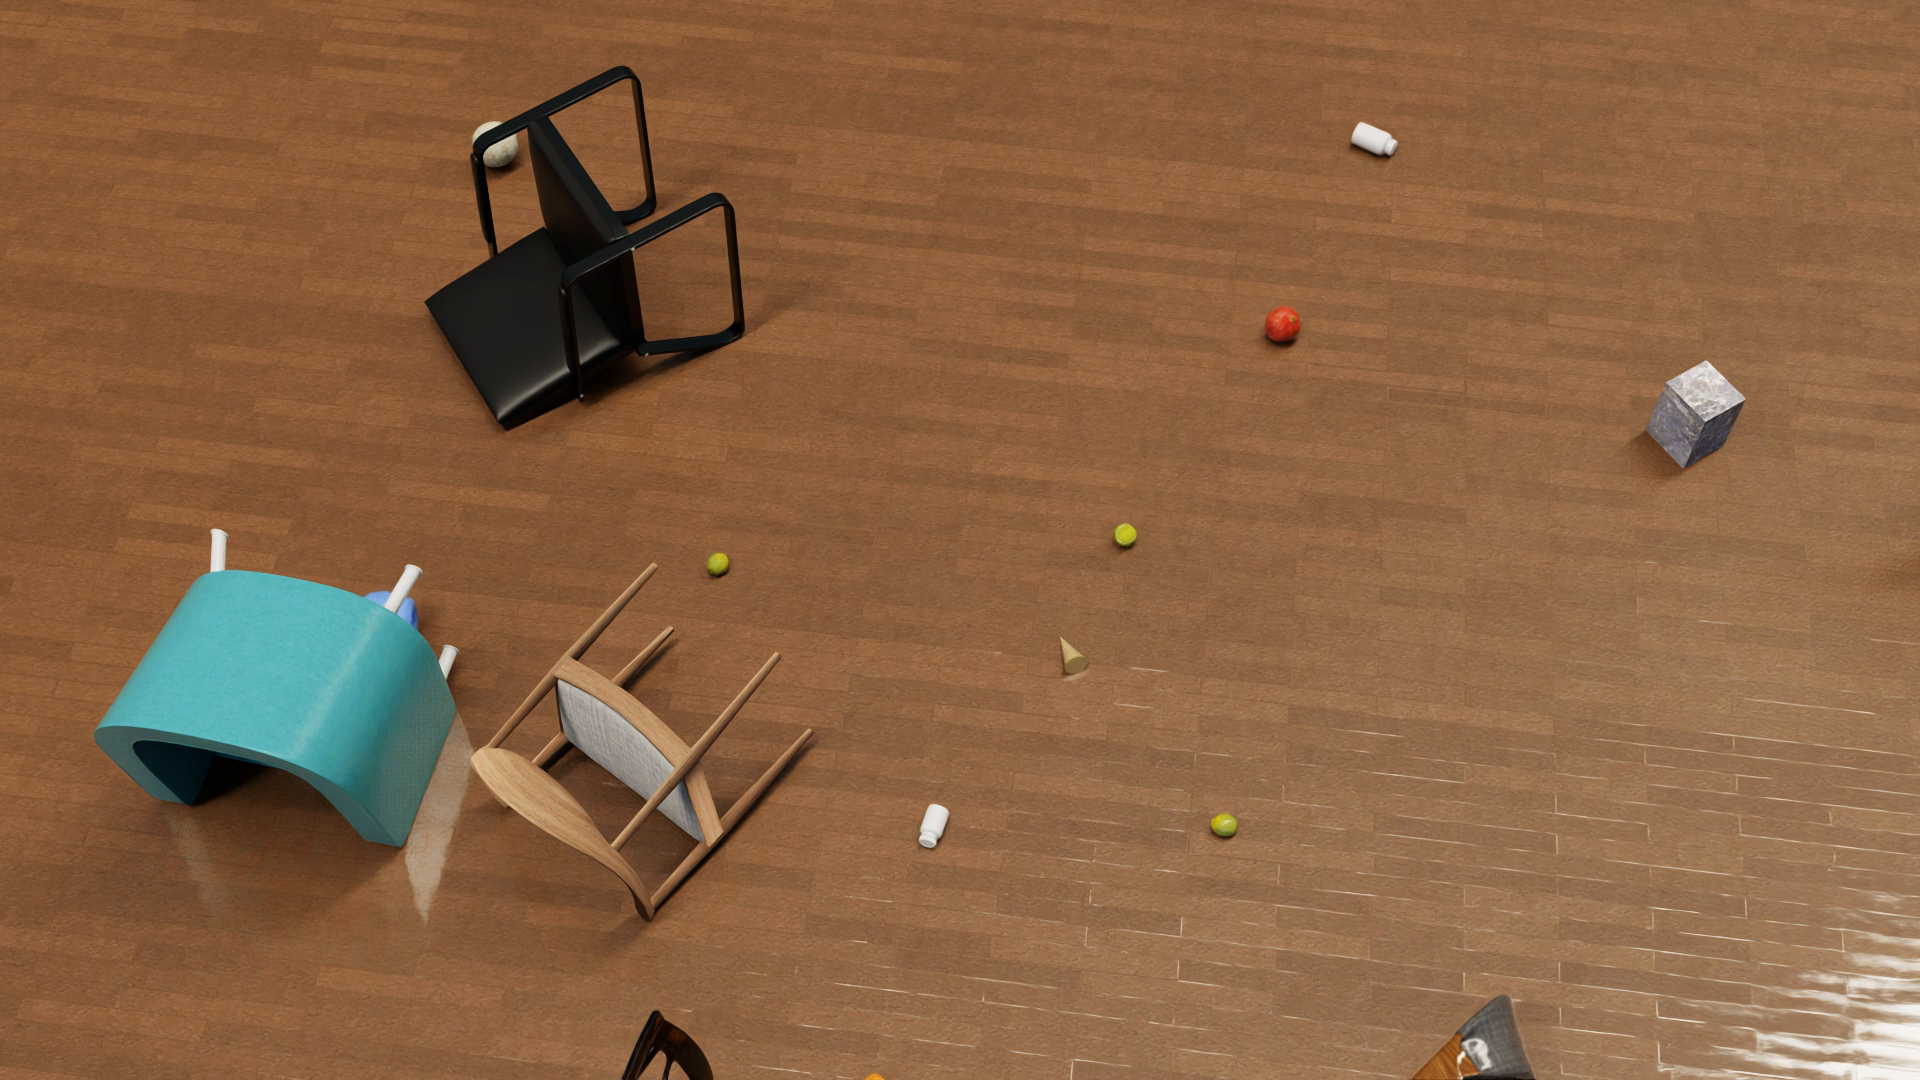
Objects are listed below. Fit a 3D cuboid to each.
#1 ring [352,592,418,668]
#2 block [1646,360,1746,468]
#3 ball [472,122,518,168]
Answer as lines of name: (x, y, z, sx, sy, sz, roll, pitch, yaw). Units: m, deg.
ring: (-1.643, 0.257, 6.288, 0.161, 0.198, 0.221, 2, 77, -6)
block: (2.234, -0.380, 6.685, 0.161, 0.239, 0.173, -27, 60, -17)
ball: (-1.558, -1.326, 7.372, 0.153, 0.153, 0.153, 0, 56, 0)
